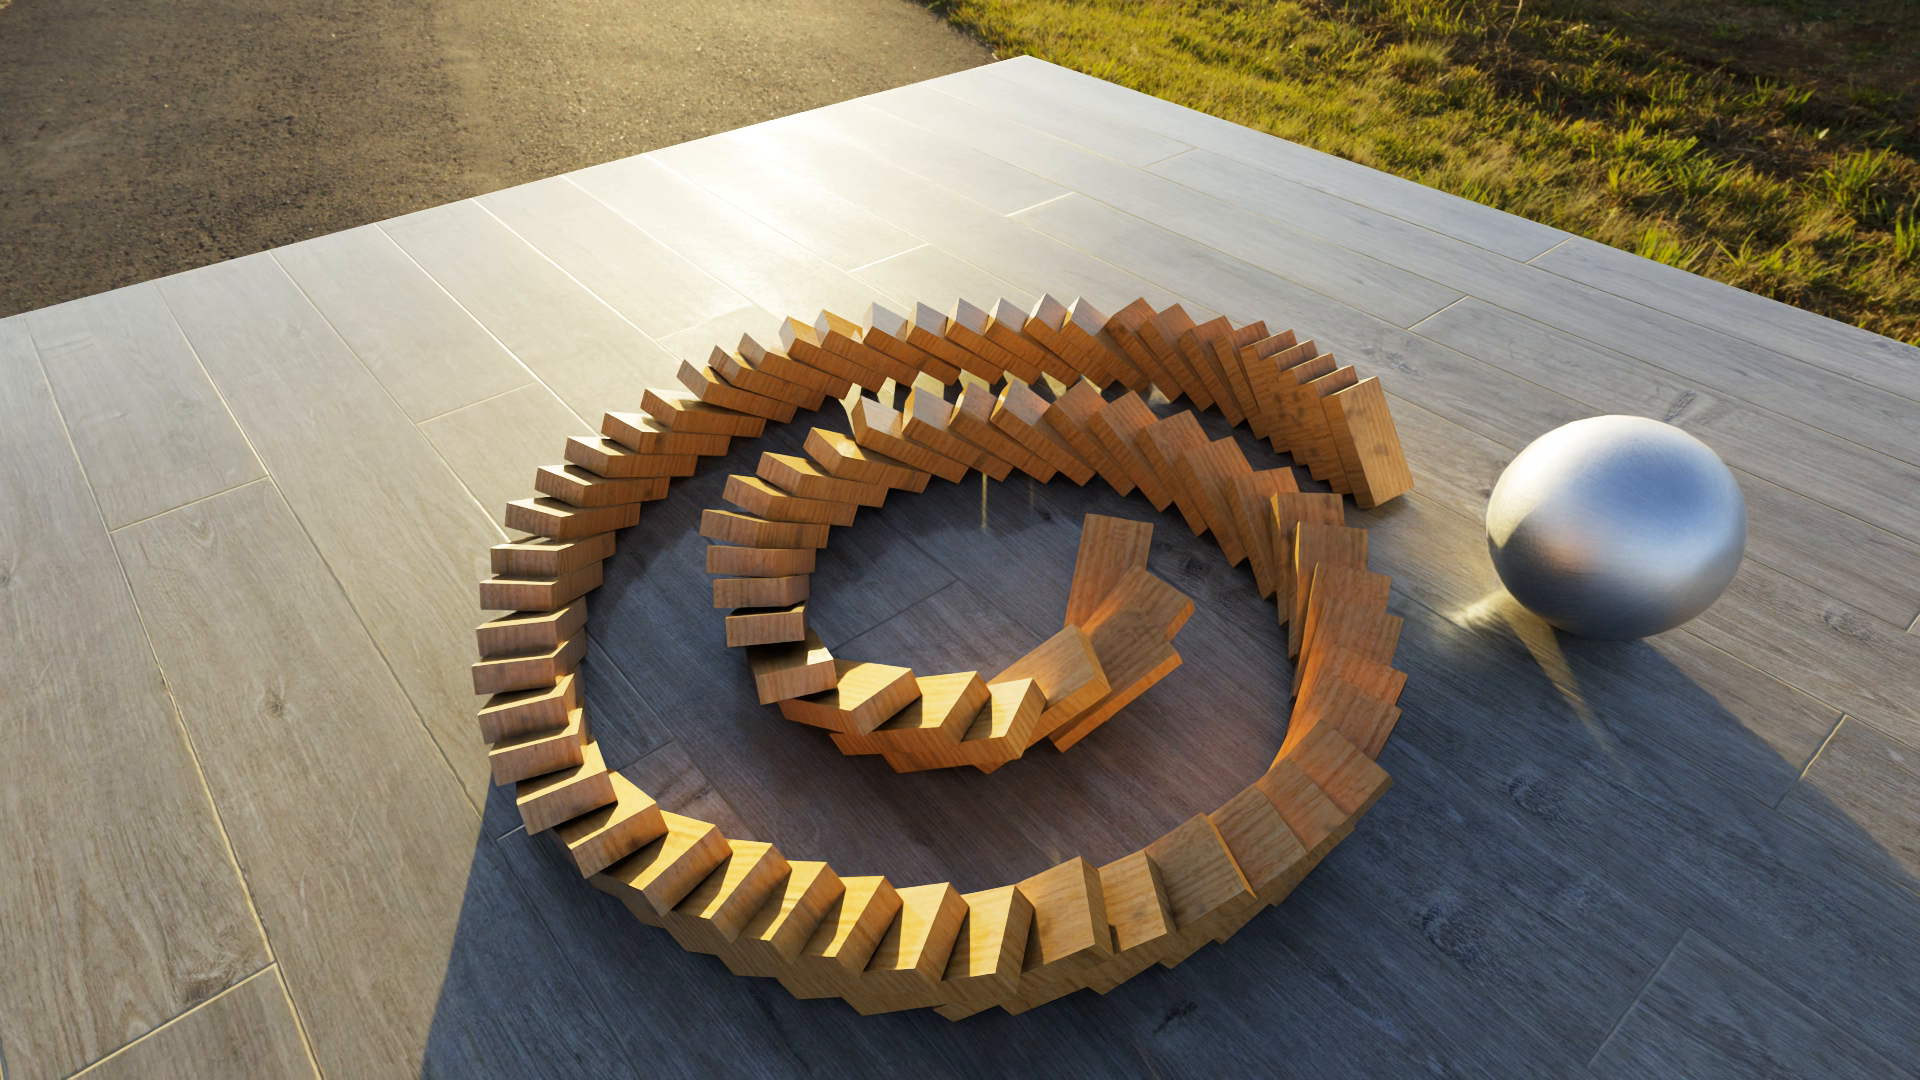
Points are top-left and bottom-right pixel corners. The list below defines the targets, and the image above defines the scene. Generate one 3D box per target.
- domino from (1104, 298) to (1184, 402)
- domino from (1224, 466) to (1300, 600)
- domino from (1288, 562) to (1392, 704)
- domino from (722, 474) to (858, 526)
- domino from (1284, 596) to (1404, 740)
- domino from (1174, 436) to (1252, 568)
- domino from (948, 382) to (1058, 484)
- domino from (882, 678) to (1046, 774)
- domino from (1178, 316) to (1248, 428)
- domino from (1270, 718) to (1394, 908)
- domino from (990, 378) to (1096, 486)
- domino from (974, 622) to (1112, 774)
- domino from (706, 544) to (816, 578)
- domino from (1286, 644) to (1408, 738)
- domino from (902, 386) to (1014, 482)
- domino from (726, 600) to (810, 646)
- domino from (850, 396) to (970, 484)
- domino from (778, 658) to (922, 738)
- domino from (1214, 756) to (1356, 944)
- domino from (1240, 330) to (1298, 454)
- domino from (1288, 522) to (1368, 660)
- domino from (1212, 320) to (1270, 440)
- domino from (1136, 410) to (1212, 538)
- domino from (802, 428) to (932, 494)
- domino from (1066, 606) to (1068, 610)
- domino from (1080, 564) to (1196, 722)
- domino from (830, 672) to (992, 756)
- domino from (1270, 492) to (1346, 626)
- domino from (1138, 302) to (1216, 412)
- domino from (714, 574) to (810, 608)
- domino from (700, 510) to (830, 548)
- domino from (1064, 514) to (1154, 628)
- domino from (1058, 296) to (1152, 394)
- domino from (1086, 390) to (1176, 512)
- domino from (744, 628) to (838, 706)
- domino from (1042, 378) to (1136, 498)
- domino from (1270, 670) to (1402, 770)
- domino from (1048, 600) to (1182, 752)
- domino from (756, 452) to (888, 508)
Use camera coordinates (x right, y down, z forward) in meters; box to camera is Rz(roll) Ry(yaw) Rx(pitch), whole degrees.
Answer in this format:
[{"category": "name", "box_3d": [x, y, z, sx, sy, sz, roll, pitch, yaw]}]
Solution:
[{"category": "domino", "box_3d": [0.096, -0.093, 0.537, 0.050, 0.009, 0.025, 49, 54, 5]}, {"category": "domino", "box_3d": [0.124, -0.003, 0.430, 0.025, 0.009, 0.050, -9, 67, -10]}, {"category": "domino", "box_3d": [0.132, 0.034, 0.382, 0.025, 0.009, 0.050, 13, 71, 13]}, {"category": "domino", "box_3d": [-0.067, -0.015, 0.440, 0.025, 0.009, 0.050, 24, 11, 33]}, {"category": "domino", "box_3d": [0.128, 0.046, 0.367, 0.025, 0.010, 0.050, 18, 72, 16]}, {"category": "domino", "box_3d": [0.110, -0.016, 0.445, 0.025, 0.009, 0.050, -18, 71, -21]}, {"category": "domino", "box_3d": [0.021, -0.047, 0.482, 0.050, 0.010, 0.025, 30, 39, -11]}, {"category": "domino", "box_3d": [0.001, 0.059, 0.350, 0.050, 0.009, 0.025, -16, 28, 37]}, {"category": "domino", "box_3d": [0.127, -0.080, 0.520, 0.025, 0.009, 0.050, -24, 79, -27]}, {"category": "domino", "box_3d": [0.100, 0.080, 0.324, 0.050, 0.009, 0.025, -47, 52, -1]}, {"category": "domino", "box_3d": [0.038, -0.047, 0.480, 0.050, 0.010, 0.025, 34, 38, -11]}, {"category": "domino", "box_3d": [0.023, 0.052, 0.358, 0.050, 0.010, 0.025, -37, 38, 15]}, {"category": "domino", "box_3d": [-0.073, 0.007, 0.411, 0.025, 0.010, 0.050, 4, 1, 9]}, {"category": "domino", "box_3d": [0.120, 0.061, 0.351, 0.025, 0.010, 0.050, 24, 74, 26]}, {"category": "domino", "box_3d": [0.000, -0.046, 0.481, 0.050, 0.009, 0.025, 25, 35, -18]}, {"category": "domino", "box_3d": [-0.067, 0.029, 0.386, 0.025, 0.009, 0.050, -5, 2, -6]}, {"category": "domino", "box_3d": [-0.022, -0.043, 0.477, 0.050, 0.009, 0.025, 20, 30, -26]}, {"category": "domino", "box_3d": [-0.038, 0.051, 0.362, 0.025, 0.010, 0.050, -32, 18, -33]}, {"category": "domino", "box_3d": [0.084, 0.088, 0.315, 0.050, 0.010, 0.025, -42, 47, 3]}, {"category": "domino", "box_3d": [0.147, -0.067, 0.498, 0.025, 0.050, 0.009, -24, 6, -26]}, {"category": "domino", "box_3d": [0.134, 0.020, 0.399, 0.025, 0.010, 0.050, 7, 71, 3]}, {"category": "domino", "box_3d": [0.139, -0.074, 0.509, 0.025, 0.010, 0.050, -23, 88, -26]}, {"category": "domino", "box_3d": [0.097, -0.028, 0.460, 0.025, 0.010, 0.050, -22, 73, -25]}, {"category": "domino", "box_3d": [-0.039, -0.033, 0.464, 0.050, 0.009, 0.025, 9, 25, -46]}, {"category": "domino", "box_3d": [0.058, 0.015, 0.425, 0.025, 0.010, 0.050, 10, 40, 12]}, {"category": "domino", "box_3d": [0.056, 0.035, 0.381, 0.025, 0.009, 0.050, 35, 80, 32]}, {"category": "domino", "box_3d": [-0.016, 0.056, 0.354, 0.050, 0.010, 0.025, -12, 28, 41]}, {"category": "domino", "box_3d": [0.132, 0.007, 0.414, 0.025, 0.009, 0.050, 2, 71, -3]}, {"category": "domino", "box_3d": [0.111, -0.088, 0.530, 0.025, 0.009, 0.050, -33, 84, -36]}, {"category": "domino", "box_3d": [-0.071, 0.018, 0.398, 0.025, 0.010, 0.050, -1, 0, 1]}, {"category": "domino", "box_3d": [-0.074, -0.004, 0.425, 0.025, 0.009, 0.050, 12, 4, 23]}, {"category": "domino", "box_3d": [0.054, 0.017, 0.401, 0.025, 0.009, 0.050, 9, 74, 11]}, {"category": "domino", "box_3d": [0.073, -0.095, 0.539, 0.050, 0.009, 0.025, 36, 41, -11]}, {"category": "domino", "box_3d": [0.080, -0.038, 0.471, 0.025, 0.009, 0.050, -31, 78, -34]}, {"category": "domino", "box_3d": [-0.058, 0.042, 0.373, 0.025, 0.009, 0.050, -11, 10, -13]}, {"category": "domino", "box_3d": [0.062, -0.045, 0.479, 0.050, 0.009, 0.025, 46, 51, 4]}, {"category": "domino", "box_3d": [0.112, 0.068, 0.337, 0.025, 0.010, 0.050, 28, 83, 27]}, {"category": "domino", "box_3d": [0.046, 0.045, 0.368, 0.050, 0.010, 0.025, -37, 54, 0]}, {"category": "domino", "box_3d": [-0.056, -0.024, 0.451, 0.025, 0.010, 0.050, 28, 13, 36]}]
